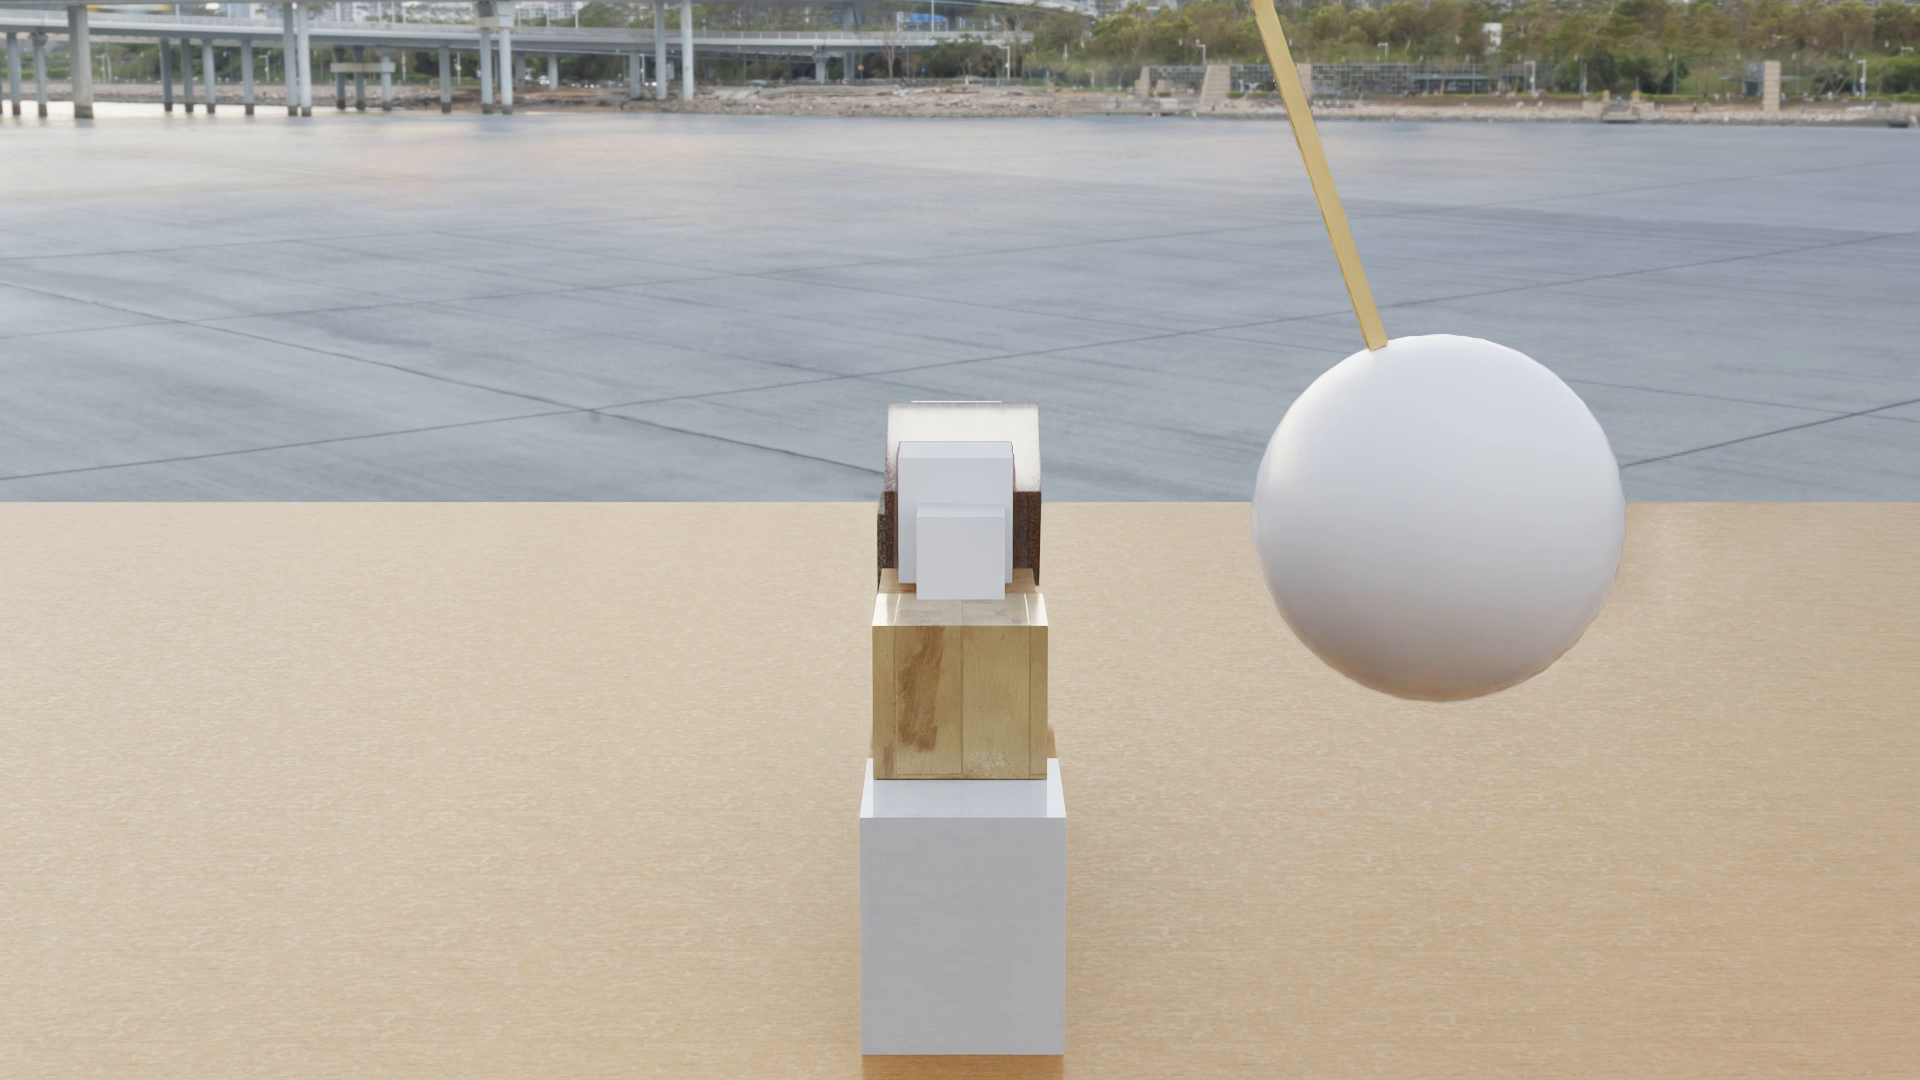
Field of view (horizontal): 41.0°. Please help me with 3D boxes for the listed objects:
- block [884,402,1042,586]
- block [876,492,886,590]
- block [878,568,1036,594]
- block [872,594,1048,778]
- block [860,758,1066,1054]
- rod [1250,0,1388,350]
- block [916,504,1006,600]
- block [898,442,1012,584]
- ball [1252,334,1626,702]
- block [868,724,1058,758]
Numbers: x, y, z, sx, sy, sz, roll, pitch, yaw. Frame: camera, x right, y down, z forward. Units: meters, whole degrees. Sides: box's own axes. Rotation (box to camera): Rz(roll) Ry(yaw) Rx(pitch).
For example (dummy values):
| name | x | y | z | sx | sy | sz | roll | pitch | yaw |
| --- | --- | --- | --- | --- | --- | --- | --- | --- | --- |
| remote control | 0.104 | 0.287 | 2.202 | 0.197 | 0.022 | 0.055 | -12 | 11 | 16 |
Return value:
| name | x | y | z | sx | sy | sz | roll | pitch | yaw |
| --- | --- | --- | --- | --- | --- | --- | --- | --- | --- |
| block | 0.013 | -0.209 | 11.468 | 0.678 | 0.532 | 0.650 | 0 | 39 | 0 |
| block | -0.017 | 0.188 | 12.168 | 0.728 | 0.743 | 0.658 | 0 | 10 | 0 |
| block | -0.011 | 0.489 | 10.492 | 0.627 | 0.656 | 0.538 | 0 | 10 | 0 |
| block | 0.000 | 0.554 | 9.898 | 0.653 | 0.586 | 0.645 | 0 | 9 | 0 |
| block | 0.011 | 1.356 | 9.617 | 0.737 | 0.891 | 0.799 | 0 | 10 | 0 |
| rod | 0.899 | -3.233 | 10.593 | 0.080 | 5.200 | 0.080 | -20 | 10 | 4 |
| block | 0.003 | 0.042 | 10.186 | 0.345 | 0.328 | 0.340 | 0 | 10 | 0 |
| block | -0.018 | -0.117 | 10.556 | 0.459 | 0.513 | 0.441 | 0 | 10 | 0 |
| ball | 2.074 | -0.094 | 11.163 | 1.600 | 1.600 | 1.600 | 0 | 10 | 0 |
| block | 0.010 | 1.247 | 10.430 | 0.756 | 0.815 | 0.820 | 0 | 10 | 0 |
